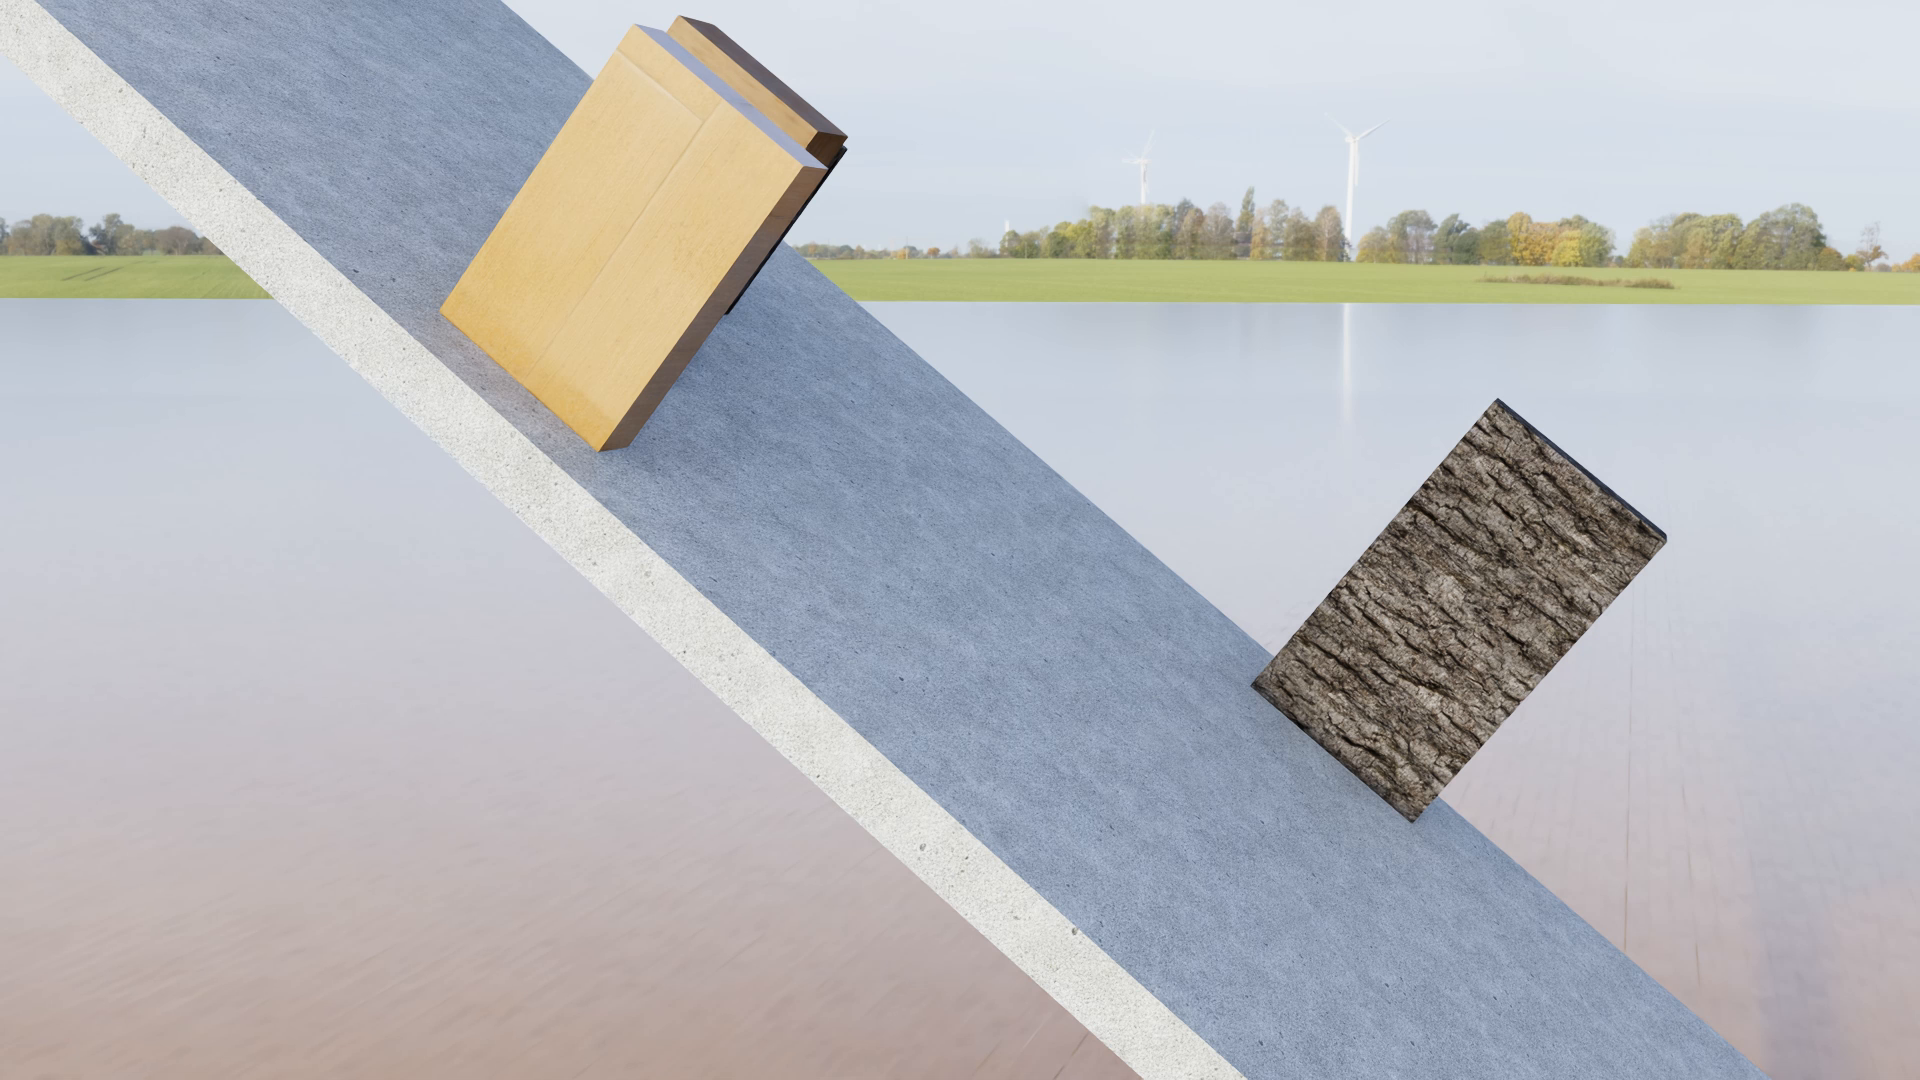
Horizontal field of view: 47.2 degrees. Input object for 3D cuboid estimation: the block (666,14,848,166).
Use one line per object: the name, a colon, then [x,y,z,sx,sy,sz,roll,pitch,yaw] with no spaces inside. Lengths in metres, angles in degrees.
block: [-0.478,-0.588,3.762,0.313,0.505,0.148,41,16,9]

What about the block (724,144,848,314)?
block: [-0.474,-0.702,4.265,0.338,0.406,0.083,41,16,9]

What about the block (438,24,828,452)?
block: [-0.493,-0.447,3.290,0.335,0.534,0.104,41,16,9]

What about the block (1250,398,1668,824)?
block: [1.012,0.146,4.499,0.432,0.766,0.135,41,16,9]

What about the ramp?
ramp: [-0.019,0.070,4.049,4.000,0.100,2.000,41,16,9]
